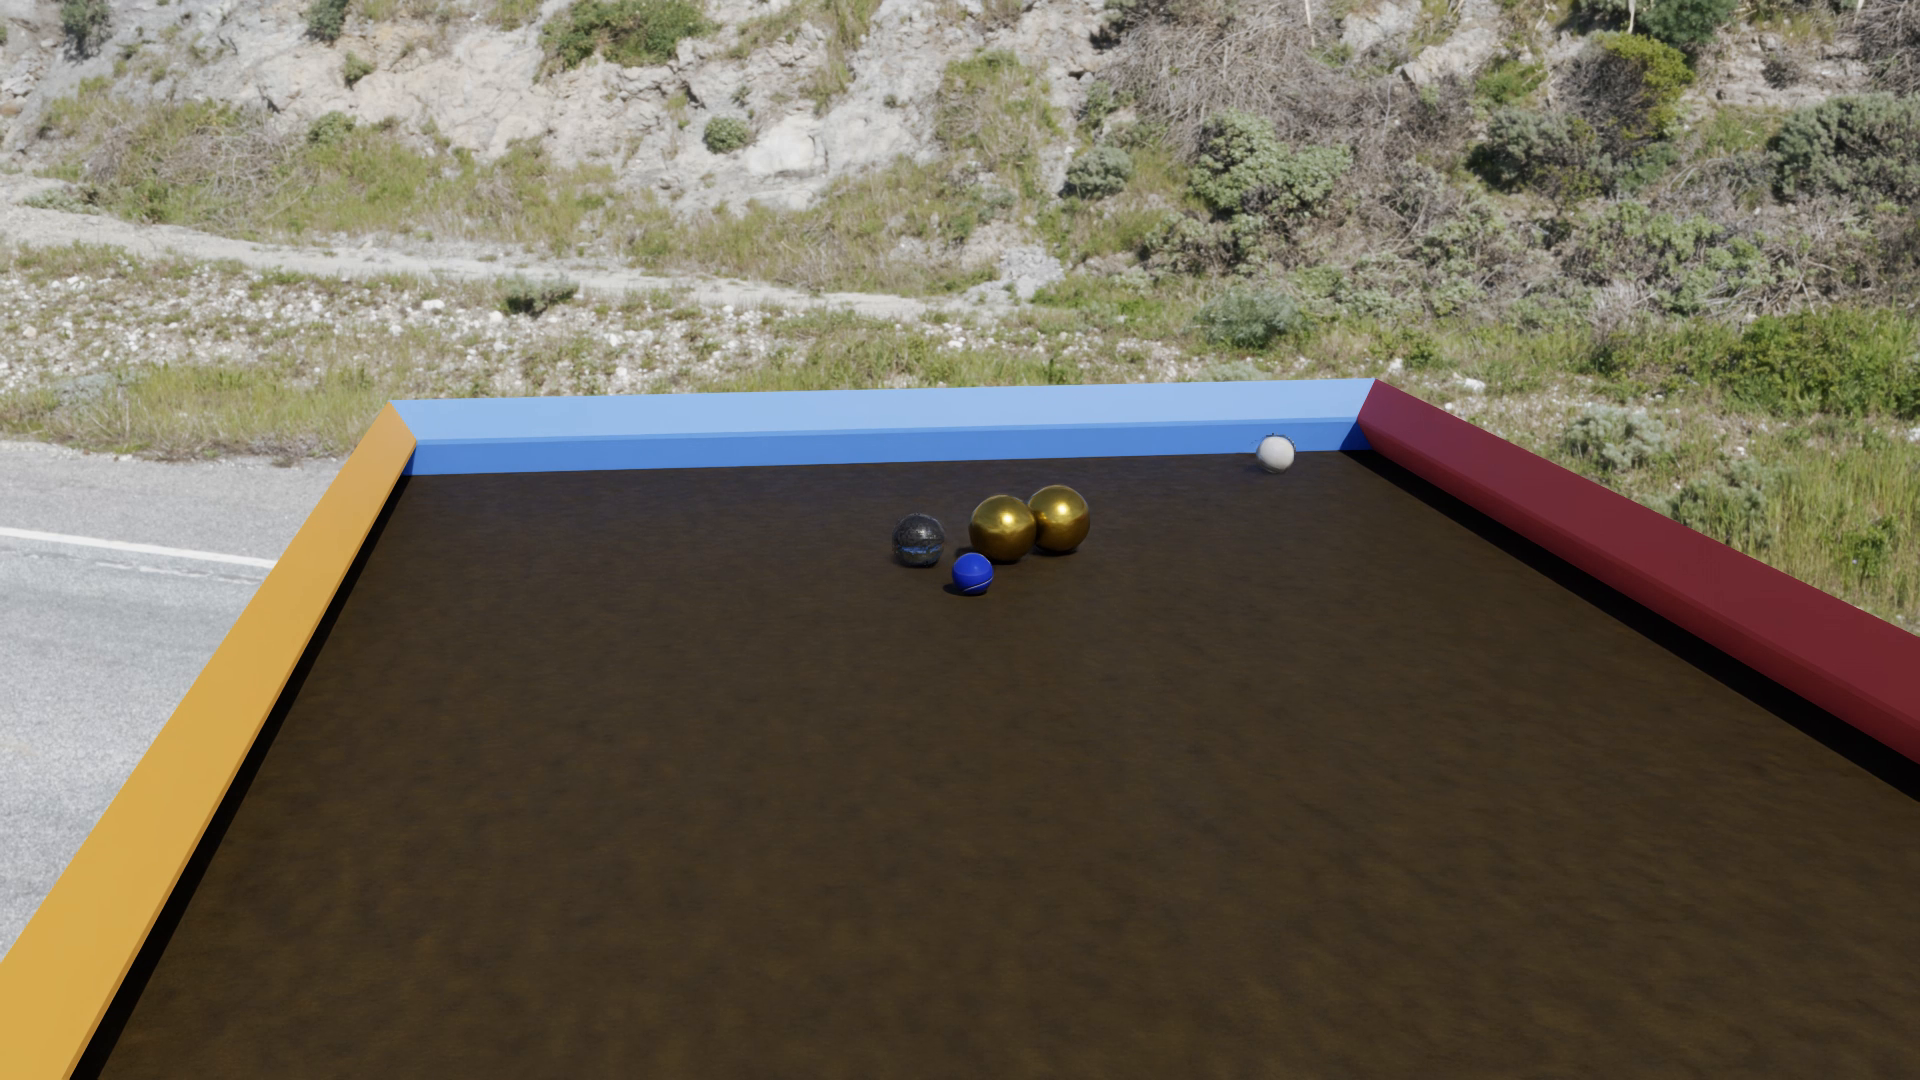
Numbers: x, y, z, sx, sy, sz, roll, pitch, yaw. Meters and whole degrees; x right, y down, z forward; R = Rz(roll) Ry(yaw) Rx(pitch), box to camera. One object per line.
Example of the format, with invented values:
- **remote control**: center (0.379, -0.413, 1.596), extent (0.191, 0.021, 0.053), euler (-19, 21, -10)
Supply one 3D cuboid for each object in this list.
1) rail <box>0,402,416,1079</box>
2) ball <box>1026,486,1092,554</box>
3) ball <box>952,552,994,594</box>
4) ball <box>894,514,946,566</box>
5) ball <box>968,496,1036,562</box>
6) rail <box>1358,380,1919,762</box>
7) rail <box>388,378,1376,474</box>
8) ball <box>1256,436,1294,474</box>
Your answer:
- **rail**: center (-0.670, 0.166, 2.047), extent (0.045, 0.118, 2.932), euler (-2, 13, -8)
- **ball**: center (0.130, -0.028, 2.949), extent (0.091, 0.091, 0.091), euler (0, 13, 0)
- **ball**: center (0.016, 0.042, 2.735), extent (0.053, 0.053, 0.053), euler (0, 13, 0)
- **ball**: center (-0.053, 0.000, 2.879), extent (0.069, 0.069, 0.069), euler (0, 13, 0)
- **ball**: center (0.056, -0.014, 2.896), extent (0.089, 0.089, 0.089), euler (0, 13, 0)
- **rail**: center (0.873, 0.118, 2.257), extent (0.045, 0.118, 2.932), euler (-2, 13, -8)
- **rail**: center (-0.098, -0.181, 3.544), extent (1.606, 0.118, 0.045), euler (-2, 13, -8)
- **ball**: center (0.499, -0.135, 3.479), extent (0.060, 0.060, 0.060), euler (0, 13, 0)
